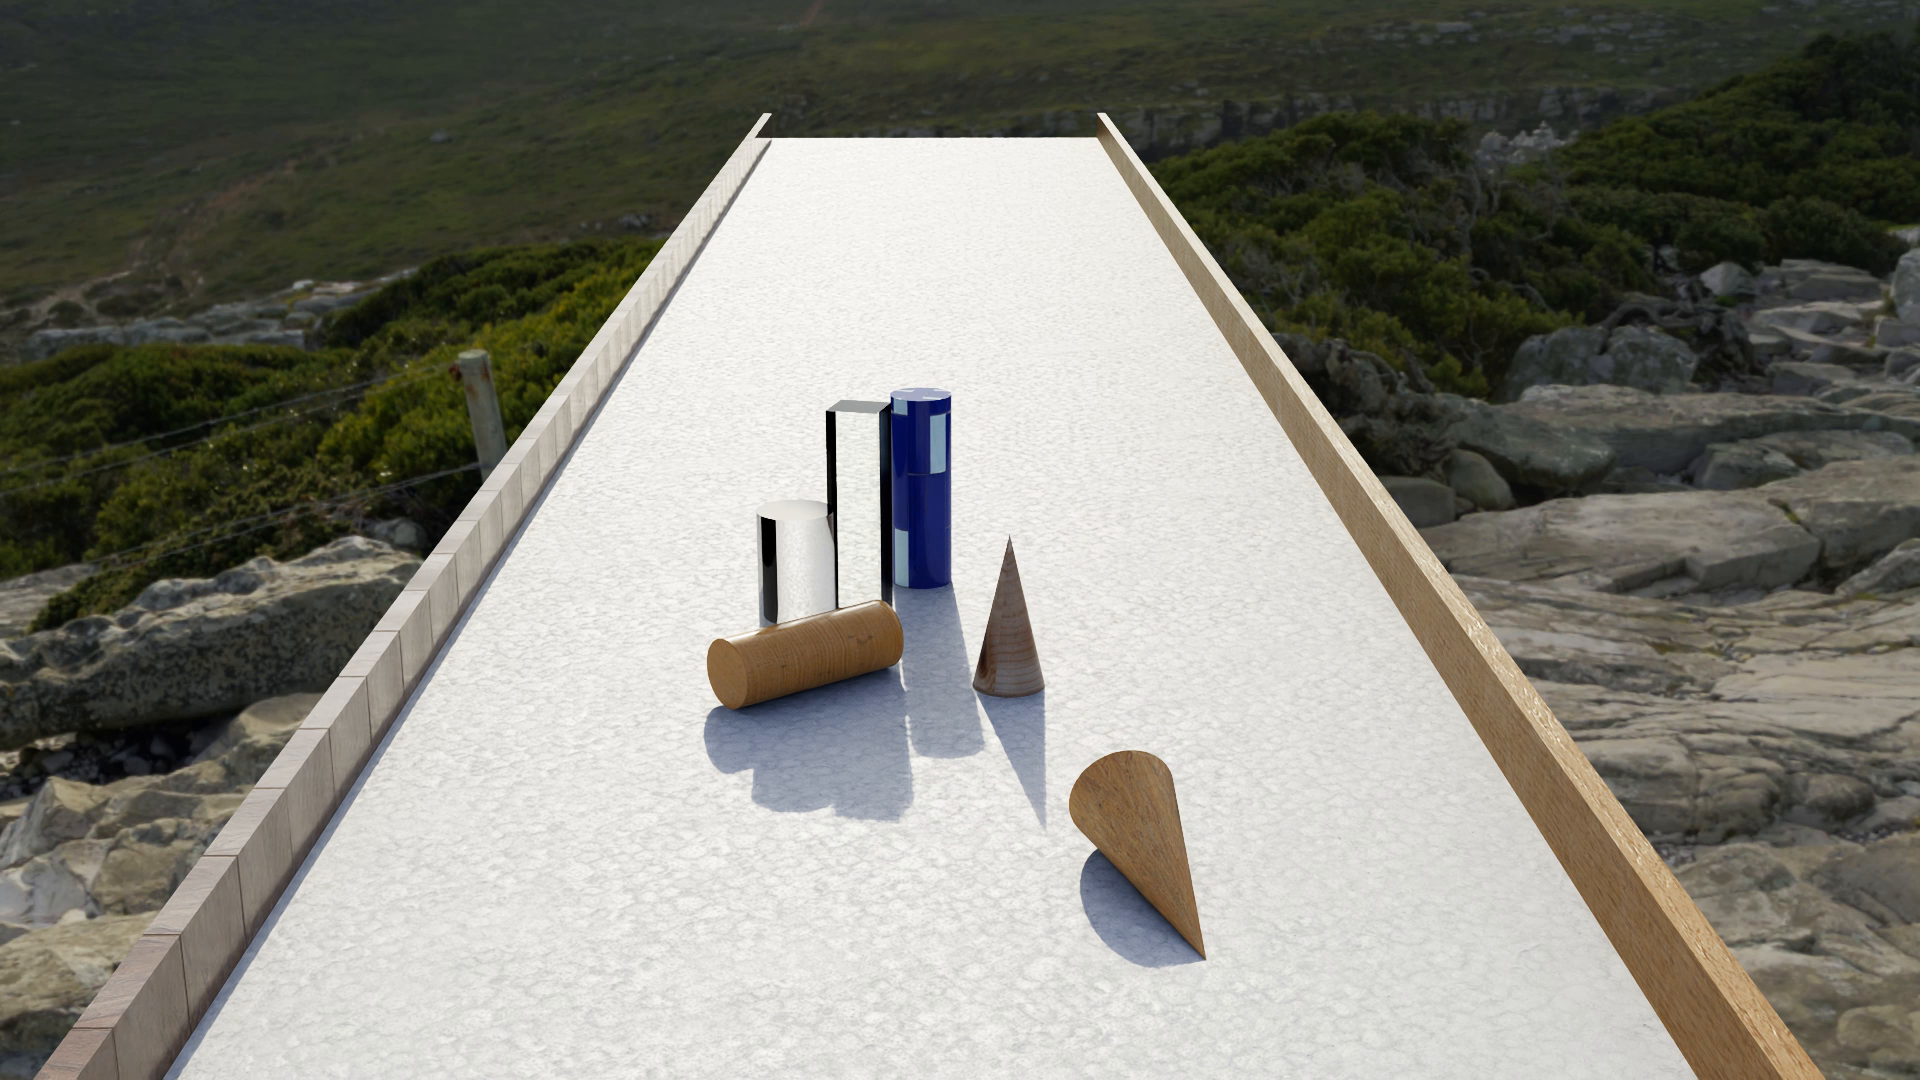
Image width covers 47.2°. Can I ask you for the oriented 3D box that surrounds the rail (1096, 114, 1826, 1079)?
[{"bbox_3d":[0.932,-0.844,7.801,0.050,0.150,12.000,0,17,-1],"label":"rail"}]

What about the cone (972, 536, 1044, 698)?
[{"bbox_3d":[0.095,0.134,4.235,0.142,0.308,0.142,0,17,0],"label":"cone"}]

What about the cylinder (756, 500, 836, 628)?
[{"bbox_3d":[-0.326,0.087,4.398,0.155,0.306,0.155,0,17,0],"label":"cylinder"}]

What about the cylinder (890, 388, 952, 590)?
[{"bbox_3d":[-0.086,-0.115,4.866,0.136,0.426,0.136,0,17,0],"label":"cylinder"}]

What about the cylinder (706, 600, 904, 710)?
[{"bbox_3d":[-0.296,0.218,4.253,0.371,0.137,0.137,-13,21,-38],"label":"cylinder"}]

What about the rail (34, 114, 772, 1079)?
[{"bbox_3d":[-1.118,-0.838,7.780,0.050,0.150,12.000,0,17,-1],"label":"rail"}]

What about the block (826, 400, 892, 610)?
[{"bbox_3d":[-0.212,-0.063,4.648,0.110,0.450,0.110,4,17,14],"label":"block"}]

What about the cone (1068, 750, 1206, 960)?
[{"bbox_3d":[0.308,0.510,3.358,0.176,0.176,0.420,-4,29,-13],"label":"cone"}]
